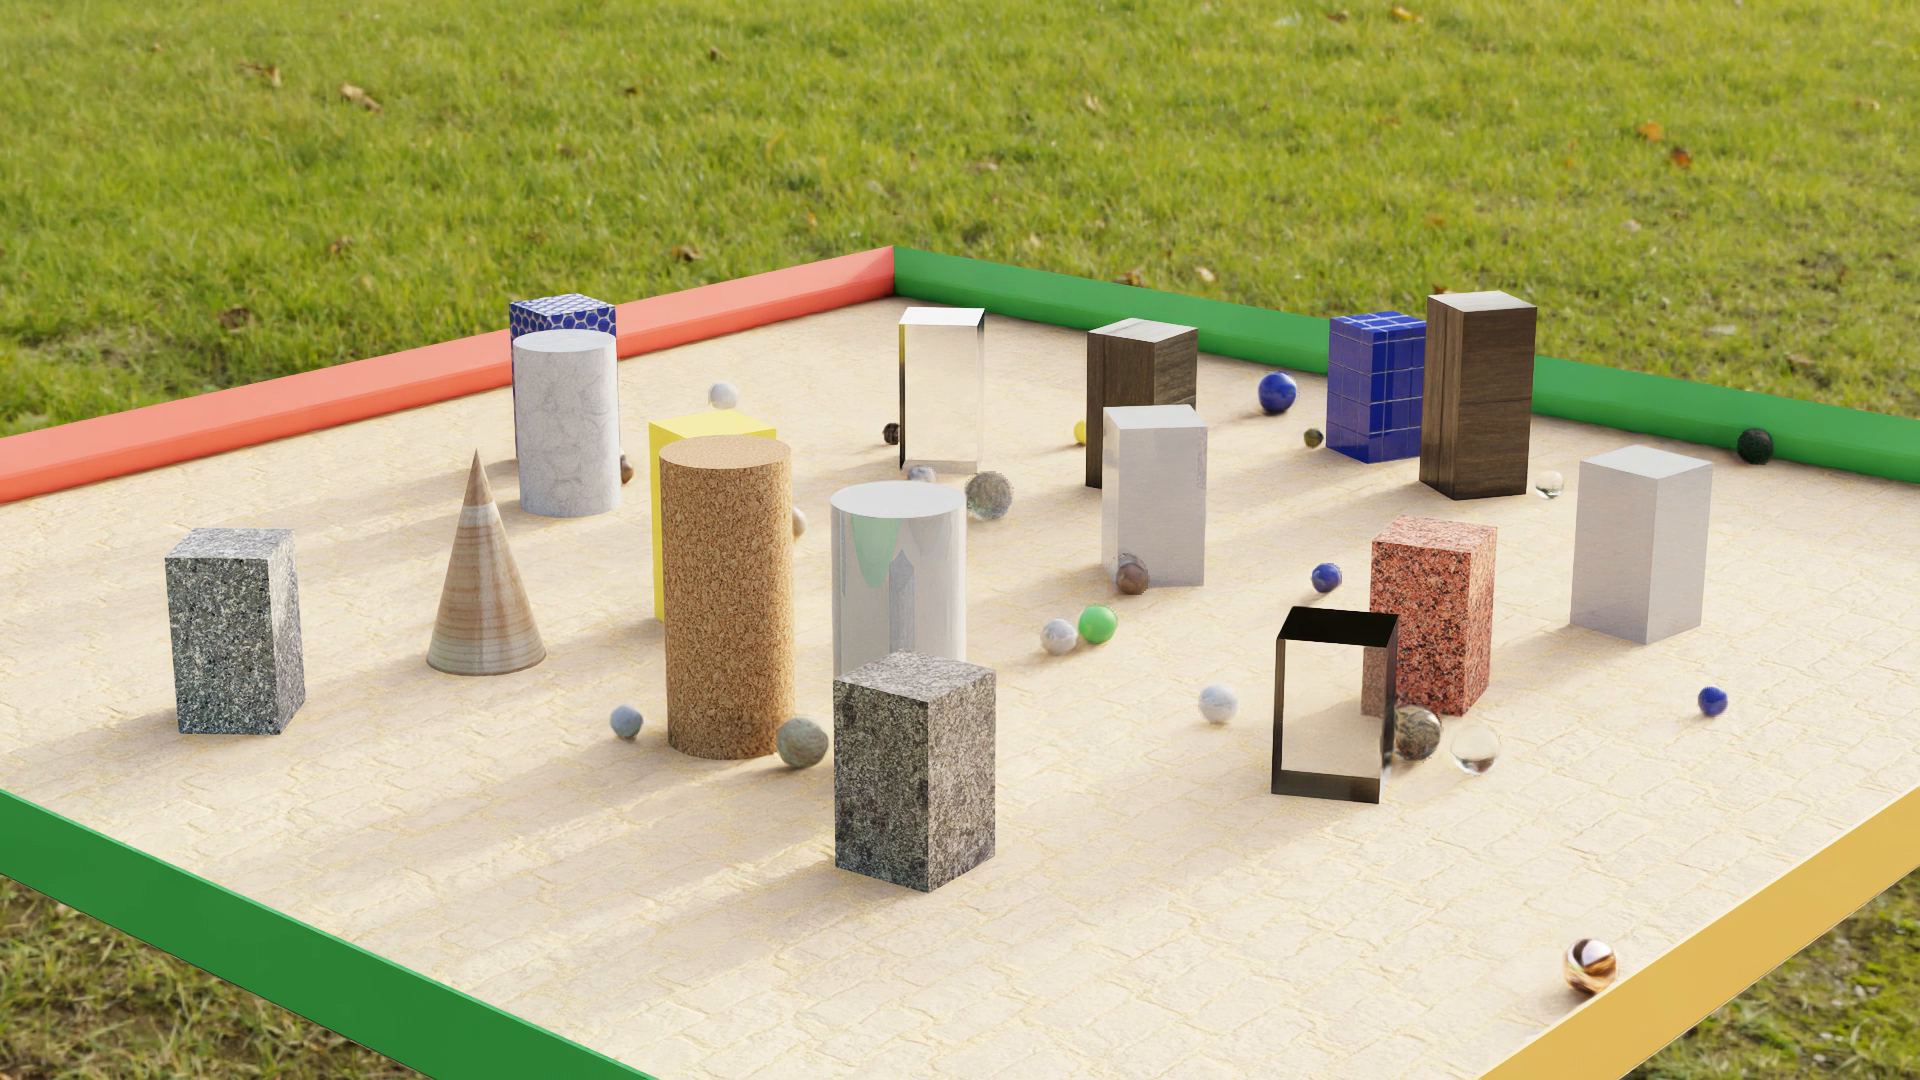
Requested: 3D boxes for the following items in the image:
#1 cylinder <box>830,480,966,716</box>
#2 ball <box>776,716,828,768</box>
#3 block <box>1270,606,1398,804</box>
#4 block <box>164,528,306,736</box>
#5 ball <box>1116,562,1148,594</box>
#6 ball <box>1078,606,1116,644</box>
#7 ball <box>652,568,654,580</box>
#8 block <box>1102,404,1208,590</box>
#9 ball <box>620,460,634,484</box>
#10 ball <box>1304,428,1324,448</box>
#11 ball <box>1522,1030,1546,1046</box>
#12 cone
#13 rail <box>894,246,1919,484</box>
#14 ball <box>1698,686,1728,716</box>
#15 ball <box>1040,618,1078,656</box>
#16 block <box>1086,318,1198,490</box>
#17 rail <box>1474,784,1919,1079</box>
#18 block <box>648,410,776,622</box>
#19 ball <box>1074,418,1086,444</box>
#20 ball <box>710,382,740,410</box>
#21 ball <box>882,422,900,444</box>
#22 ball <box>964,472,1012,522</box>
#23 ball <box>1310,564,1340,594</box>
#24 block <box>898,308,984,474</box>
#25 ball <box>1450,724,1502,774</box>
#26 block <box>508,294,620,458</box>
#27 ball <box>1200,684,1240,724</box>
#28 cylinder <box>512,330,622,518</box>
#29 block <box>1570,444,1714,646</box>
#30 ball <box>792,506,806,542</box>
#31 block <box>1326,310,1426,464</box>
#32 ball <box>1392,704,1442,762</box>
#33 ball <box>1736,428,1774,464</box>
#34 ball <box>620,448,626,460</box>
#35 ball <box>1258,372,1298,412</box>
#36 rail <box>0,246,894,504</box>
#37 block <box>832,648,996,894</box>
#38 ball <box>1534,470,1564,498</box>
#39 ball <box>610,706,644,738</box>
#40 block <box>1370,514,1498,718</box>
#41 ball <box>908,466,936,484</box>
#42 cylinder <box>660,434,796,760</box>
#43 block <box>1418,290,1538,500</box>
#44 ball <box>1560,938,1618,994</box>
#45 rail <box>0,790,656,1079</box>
[{"bbox_3d":[-0.088,0.142,4.253,0.195,0.419,0.195,0,17,0],"label":"cylinder"},{"bbox_3d":[-0.233,0.298,4.325,0.078,0.078,0.078,0,17,0],"label":"ball"},{"bbox_3d":[0.544,0.237,4.252,0.156,0.236,0.156,4,17,14],"label":"block"},{"bbox_3d":[-1.110,0.139,4.501,0.156,0.281,0.156,1,17,2],"label":"block"},{"bbox_3d":[0.300,0.067,5.129,0.055,0.055,0.055,0,17,0],"label":"ball"},{"bbox_3d":[0.228,0.141,4.871,0.064,0.064,0.064,0,17,0],"label":"ball"},{"bbox_3d":[-0.519,0.060,5.168,0.047,0.047,0.047,0,17,0],"label":"ball"},{"bbox_3d":[0.343,-0.078,5.203,0.156,0.291,0.156,-2,17,-7],"label":"block"},{"bbox_3d":[-0.670,-0.136,5.817,0.047,0.047,0.047,0,17,0],"label":"ball"},{"bbox_3d":[0.732,-0.212,6.078,0.042,0.042,0.042,0,17,0],"label":"ball"},{"bbox_3d":[0.675,0.594,3.372,0.061,0.061,0.061,0,17,0],"label":"ball"},{"bbox_3d":[-0.777,0.020,4.762,0.195,0.357,0.195,0,17,0],"label":"cone"},{"bbox_3d":[1.154,-0.352,6.393,3.552,0.127,0.045,14,22,39],"label":"rail"},{"bbox_3d":[1.166,0.249,4.541,0.048,0.048,0.048,0,17,0],"label":"ball"},{"bbox_3d":[0.162,0.160,4.814,0.060,0.060,0.060,0,17,0],"label":"ball"},{"bbox_3d":[0.357,-0.261,5.773,0.156,0.312,0.156,12,21,34],"label":"block"},{"bbox_3d":[1.323,0.363,4.020,0.045,0.127,3.568,14,22,39],"label":"rail"},{"bbox_3d":[-0.414,-0.027,4.943,0.156,0.344,0.156,-11,20,-32],"label":"block"},{"bbox_3d":[0.263,-0.226,6.105,0.053,0.053,0.053,0,17,0],"label":"ball"},{"bbox_3d":[-0.512,-0.311,6.369,0.064,0.064,0.064,0,17,0],"label":"ball"},{"bbox_3d":[-0.138,-0.223,6.105,0.047,0.047,0.047,0,17,0],"label":"ball"},{"bbox_3d":[0.053,-0.082,5.560,0.092,0.092,0.092,0,17,0],"label":"ball"},{"bbox_3d":[0.640,0.068,5.135,0.052,0.052,0.052,0,17,0],"label":"ball"},{"bbox_3d":[-0.036,-0.302,5.922,0.156,0.306,0.156,2,17,5],"label":"block"},{"bbox_3d":[0.757,0.307,4.304,0.073,0.073,0.073,0,17,0],"label":"ball"},{"bbox_3d":[-0.801,-0.320,5.949,0.156,0.323,0.156,-12,21,-35],"label":"block"},{"bbox_3d":[0.399,0.251,4.510,0.061,0.061,0.061,0,17,0],"label":"ball"},{"bbox_3d":[-0.754,-0.225,5.635,0.195,0.324,0.195,0,17,0],"label":"cylinder"},{"bbox_3d":[1.145,0.006,4.932,0.156,0.286,0.156,-14,22,-40],"label":"block"},{"bbox_3d":[-0.318,-0.030,5.428,0.069,0.069,0.069,0,17,0],"label":"ball"},{"bbox_3d":[0.863,-0.315,6.019,0.156,0.273,0.156,-8,19,-26],"label":"block"},{"bbox_3d":[0.672,0.287,4.353,0.084,0.084,0.084,0,17,0],"label":"ball"},{"bbox_3d":[1.615,-0.190,5.955,0.072,0.072,0.072,0,17,0],"label":"ball"},{"bbox_3d":[-0.701,-0.161,5.873,0.064,0.064,0.064,0,17,0],"label":"ball"},{"bbox_3d":[0.688,-0.320,6.360,0.086,0.086,0.086,0,17,0],"label":"ball"},{"bbox_3d":[-1.323,-0.300,6.220,0.045,0.127,3.568,14,22,39],"label":"rail"},{"bbox_3d":[-0.060,0.309,3.957,0.156,0.270,0.156,11,20,33],"label":"block"},{"bbox_3d":[1.149,-0.109,5.710,0.057,0.057,0.057,0,17,0],"label":"ball"},{"bbox_3d":[-0.505,0.275,4.451,0.049,0.049,0.049,0,17,0],"label":"ball"},{"bbox_3d":[0.739,0.117,4.598,0.156,0.266,0.156,8,18,24],"label":"block"},{"bbox_3d":[-0.076,-0.116,5.740,0.055,0.055,0.055,0,17,0],"label":"ball"},{"bbox_3d":[-0.346,0.084,4.391,0.195,0.449,0.195,0,17,0],"label":"cylinder"},{"bbox_3d":[1.012,-0.284,5.740,0.156,0.375,0.156,-5,18,-17],"label":"block"},{"bbox_3d":[0.772,0.522,3.597,0.069,0.069,0.069,0,17,0],"label":"ball"},{"bbox_3d":[-1.154,0.416,3.848,3.552,0.127,0.045,14,22,39],"label":"rail"}]
